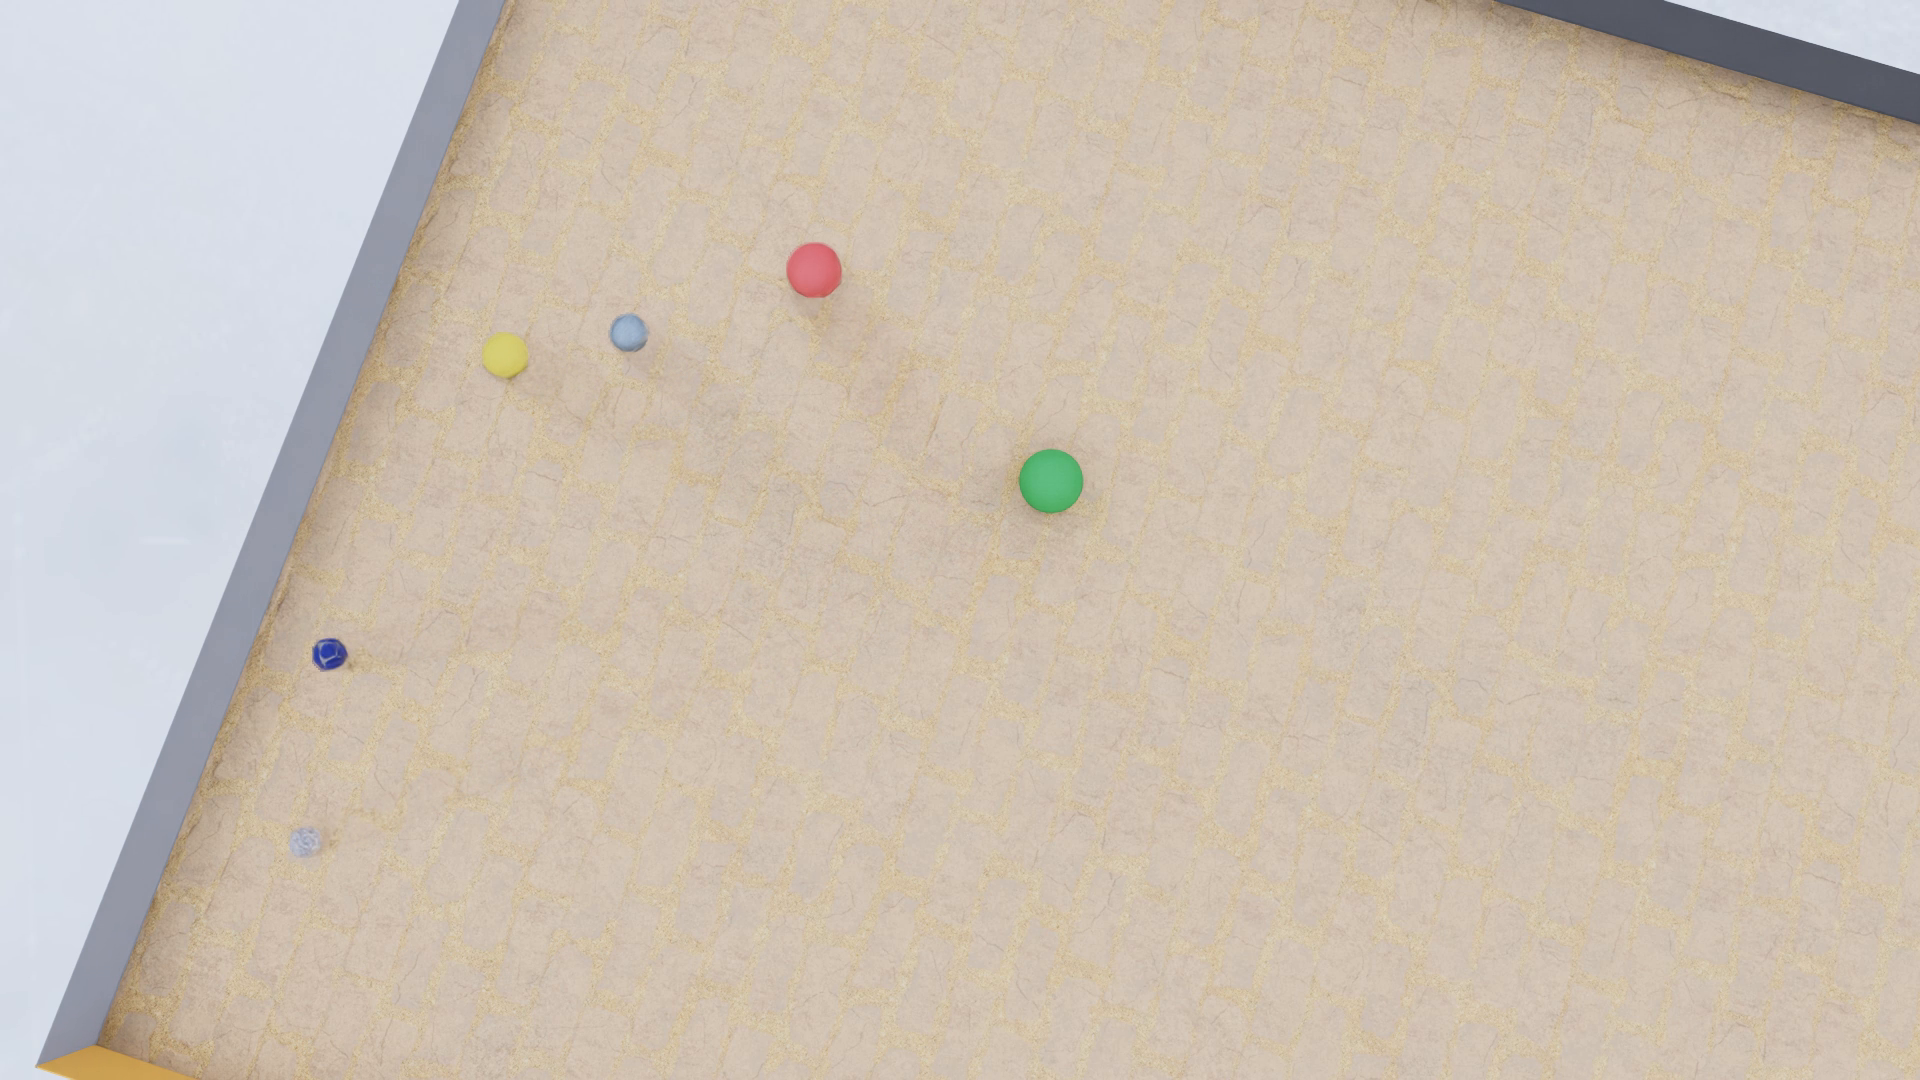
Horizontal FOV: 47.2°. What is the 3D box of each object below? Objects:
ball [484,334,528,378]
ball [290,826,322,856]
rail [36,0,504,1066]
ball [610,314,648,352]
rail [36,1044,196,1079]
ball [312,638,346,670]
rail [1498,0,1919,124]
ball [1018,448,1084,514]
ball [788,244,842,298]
[{"bbox_3d":[-0.696,-0.283,3.370,0.069,0.069,0.069,0,78,0],"label":"ball"},{"bbox_3d":[-0.960,0.442,3.226,0.043,0.043,0.043,0,78,0],"label":"ball"},{"bbox_3d":[-0.922,-0.294,3.342,0.045,0.126,2.250,17,78,4],"label":"rail"},{"bbox_3d":[-0.508,-0.317,3.383,0.058,0.058,0.058,0,78,0],"label":"ball"},{"bbox_3d":[0.609,1.314,2.995,3.965,0.126,0.045,17,78,4],"label":"rail"},{"bbox_3d":[-0.941,0.170,3.282,0.049,0.049,0.049,0,78,0],"label":"ball"},{"bbox_3d":[1.280,-0.737,3.438,3.965,0.126,0.045,17,78,4],"label":"rail"},{"bbox_3d":[0.137,-0.089,3.314,0.097,0.097,0.097,0,78,0],"label":"ball"},{"bbox_3d":[-0.224,-0.415,3.391,0.085,0.085,0.085,0,78,0],"label":"ball"}]
